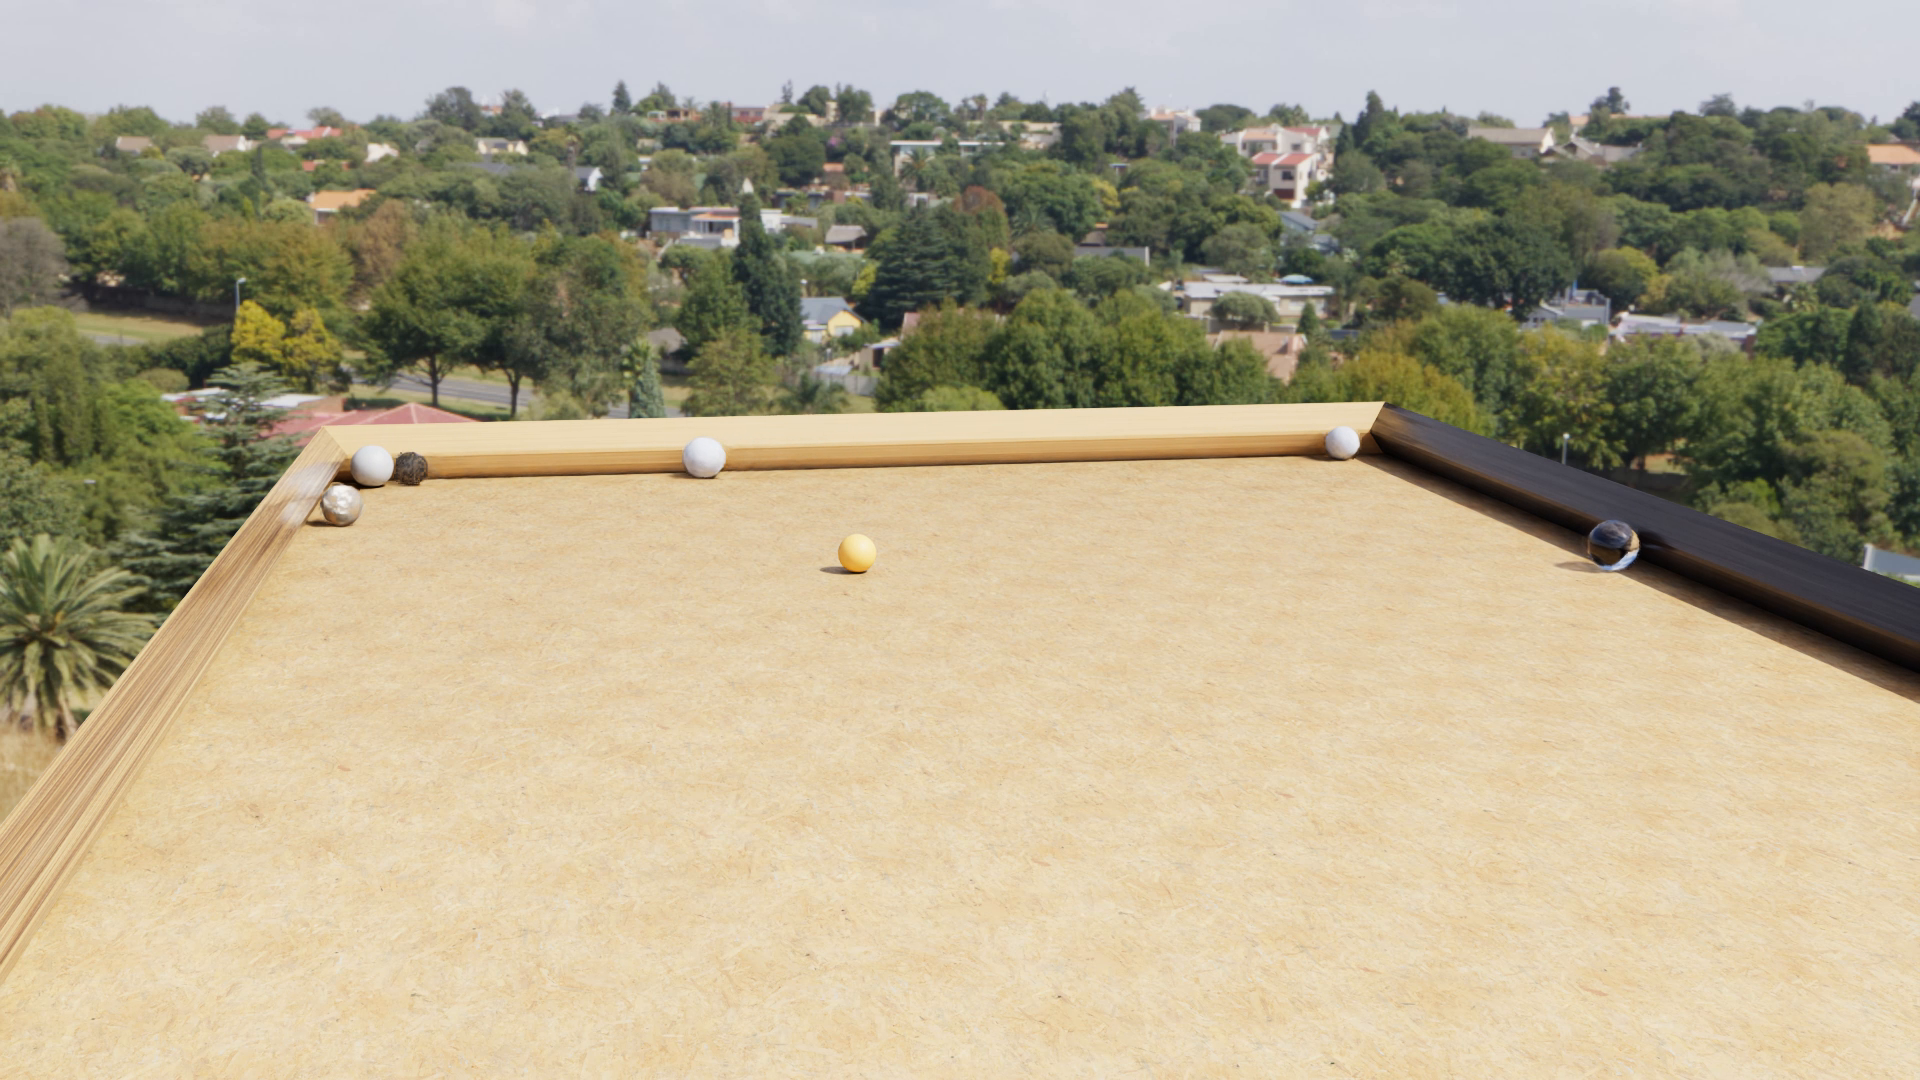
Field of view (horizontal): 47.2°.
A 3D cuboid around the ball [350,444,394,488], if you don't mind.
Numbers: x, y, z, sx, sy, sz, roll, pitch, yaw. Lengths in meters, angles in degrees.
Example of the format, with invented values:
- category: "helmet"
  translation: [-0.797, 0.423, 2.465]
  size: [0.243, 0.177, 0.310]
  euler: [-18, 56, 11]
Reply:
- category: "ball"
  translation: [-1.023, -0.129, 3.823]
  size: [0.074, 0.074, 0.074]
  euler: [0, 11, 0]

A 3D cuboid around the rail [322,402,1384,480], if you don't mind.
- category: "rail"
  translation: [-0.152, -0.180, 4.027]
  size: [1.968, 0.097, 0.045]
  euler: [-2, 11, -10]

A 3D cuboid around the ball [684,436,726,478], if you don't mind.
- category: "ball"
  translation: [-0.455, -0.147, 3.919]
  size: [0.075, 0.075, 0.075]
  euler: [0, 11, 0]

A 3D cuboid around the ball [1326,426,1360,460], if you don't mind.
- category: "ball"
  translation: [0.717, -0.182, 4.128]
  size: [0.063, 0.063, 0.063]
  euler: [0, 11, 0]

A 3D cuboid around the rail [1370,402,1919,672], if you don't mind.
- category: "rail"
  translation: [1.102, 0.122, 2.451]
  size: [0.045, 0.097, 3.638]
  euler: [-2, 11, -10]

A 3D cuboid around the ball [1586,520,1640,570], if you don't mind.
- category: "ball"
  translation: [0.926, 0.007, 3.120]
  size: [0.072, 0.072, 0.072]
  euler: [0, 11, 0]

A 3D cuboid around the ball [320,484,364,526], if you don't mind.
- category: "ball"
  translation: [-0.973, -0.055, 3.462]
  size: [0.065, 0.065, 0.065]
  euler: [0, 11, 0]

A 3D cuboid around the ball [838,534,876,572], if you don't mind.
- category: "ball"
  translation: [-0.145, 0.019, 3.106]
  size: [0.054, 0.054, 0.054]
  euler: [0, 11, 0]

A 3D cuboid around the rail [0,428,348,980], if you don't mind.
- category: "rail"
  translation: [-0.791, 0.184, 2.129]
  size: [0.045, 0.097, 3.638]
  euler: [-2, 11, -10]

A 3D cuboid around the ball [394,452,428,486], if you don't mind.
- category: "ball"
  translation: [-0.960, -0.125, 3.846]
  size: [0.059, 0.059, 0.059]
  euler: [0, 11, 0]
